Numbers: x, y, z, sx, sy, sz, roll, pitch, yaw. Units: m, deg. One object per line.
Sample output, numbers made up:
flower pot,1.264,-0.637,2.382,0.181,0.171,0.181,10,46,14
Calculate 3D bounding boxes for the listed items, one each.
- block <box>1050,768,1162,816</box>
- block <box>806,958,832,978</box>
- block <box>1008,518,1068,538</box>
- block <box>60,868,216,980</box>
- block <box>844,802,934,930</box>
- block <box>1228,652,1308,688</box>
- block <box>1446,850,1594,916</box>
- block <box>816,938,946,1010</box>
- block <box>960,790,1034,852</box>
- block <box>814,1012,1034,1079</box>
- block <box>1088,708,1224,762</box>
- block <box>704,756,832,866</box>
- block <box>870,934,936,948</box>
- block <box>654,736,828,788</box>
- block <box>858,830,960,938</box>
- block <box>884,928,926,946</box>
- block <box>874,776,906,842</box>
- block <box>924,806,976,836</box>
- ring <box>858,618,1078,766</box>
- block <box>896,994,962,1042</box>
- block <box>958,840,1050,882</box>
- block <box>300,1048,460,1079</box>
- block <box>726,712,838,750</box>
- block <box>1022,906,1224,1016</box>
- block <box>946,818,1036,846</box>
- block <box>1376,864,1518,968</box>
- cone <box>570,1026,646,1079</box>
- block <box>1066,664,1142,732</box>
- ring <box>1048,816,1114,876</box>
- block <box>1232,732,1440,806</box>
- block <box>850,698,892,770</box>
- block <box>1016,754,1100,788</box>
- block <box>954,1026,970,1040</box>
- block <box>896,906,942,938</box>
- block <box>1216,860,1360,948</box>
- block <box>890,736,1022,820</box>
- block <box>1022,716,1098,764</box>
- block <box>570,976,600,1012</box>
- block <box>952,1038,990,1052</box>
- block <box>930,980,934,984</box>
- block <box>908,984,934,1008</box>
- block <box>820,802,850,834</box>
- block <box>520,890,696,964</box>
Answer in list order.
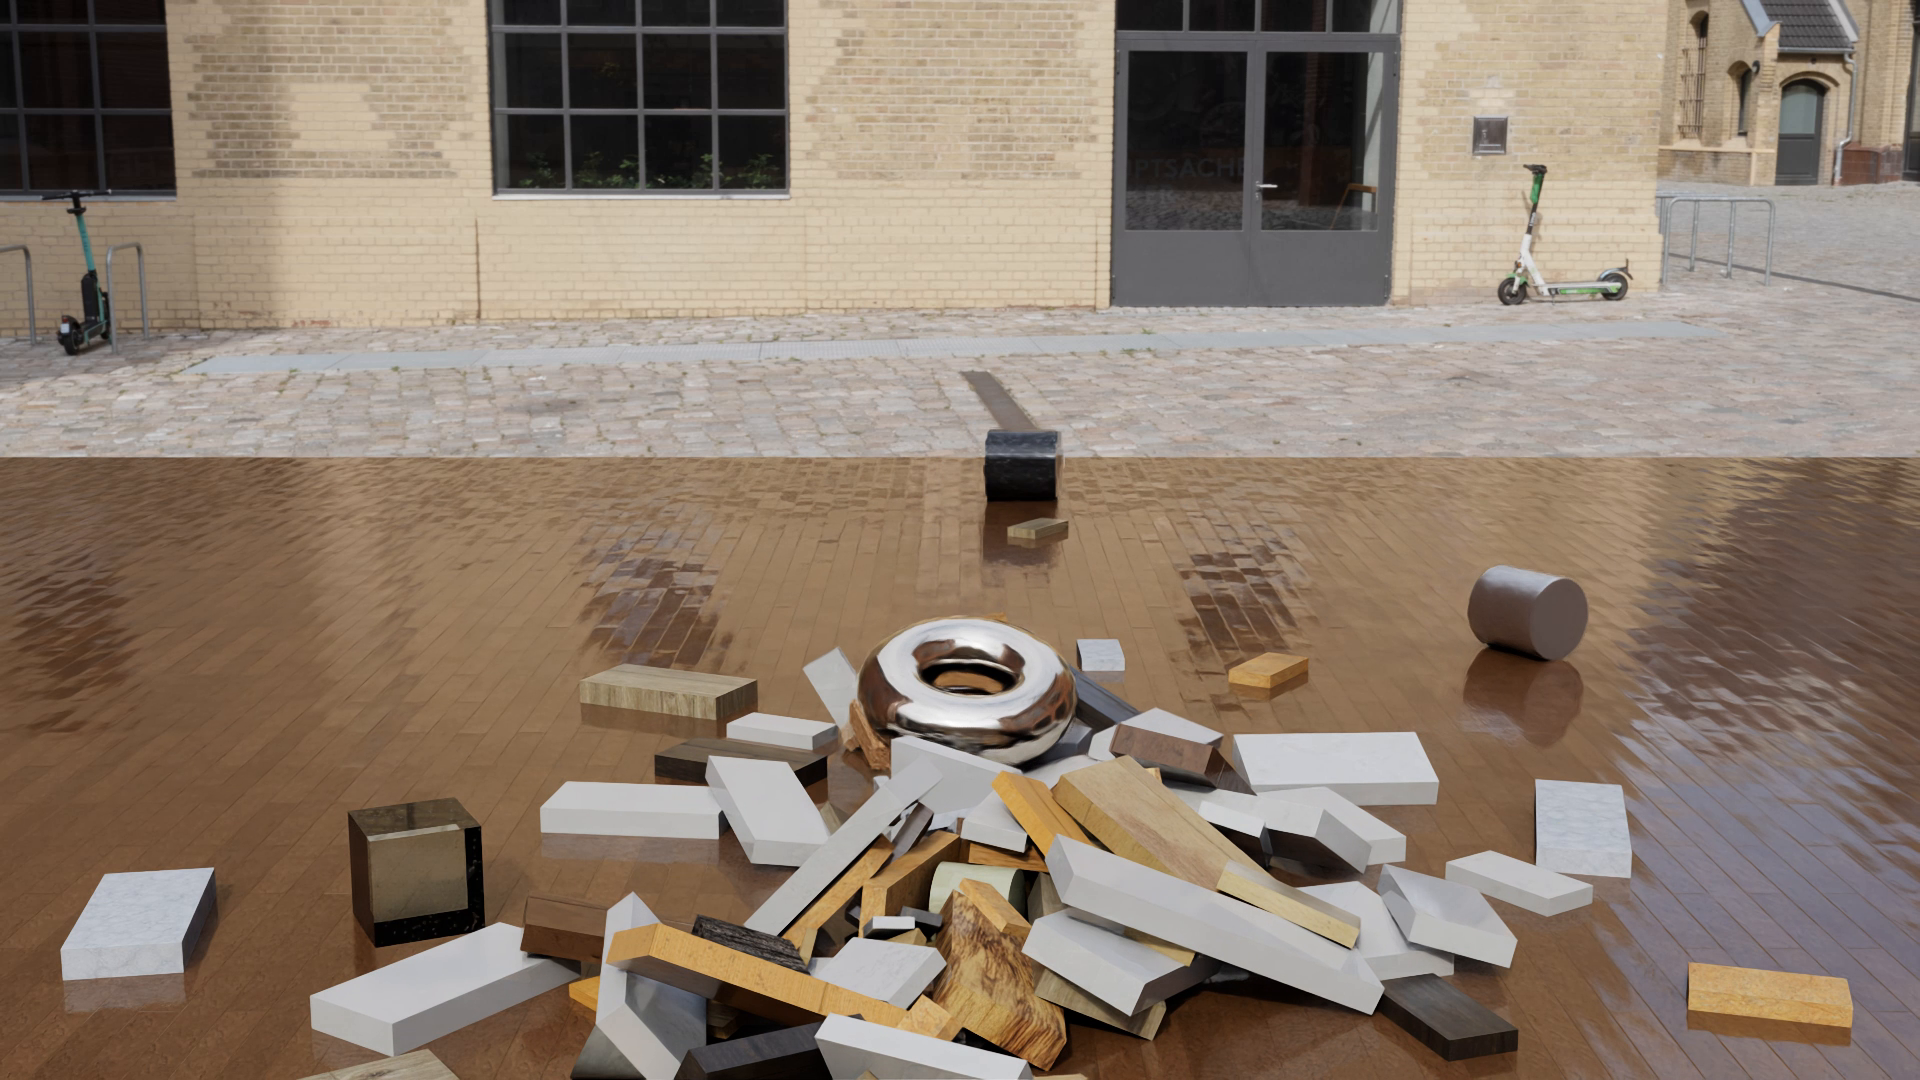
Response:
block,0.215,0.463,3.794,0.165,0.047,0.329,-3,-19,-17
block,-0.179,0.661,3.203,0.104,0.030,0.209,1,11,3
block,0.248,-0.038,6.971,0.101,0.029,0.203,7,13,33
block,-1.291,0.602,3.472,0.173,0.049,0.346,-2,11,-10
block,-0.112,0.517,3.484,0.029,0.206,0.103,33,-17,7
block,0.722,0.303,5.134,0.104,0.030,0.209,7,13,33
block,0.933,0.573,3.676,0.110,0.031,0.221,-7,13,-34
block,-0.118,0.609,3.073,0.104,0.029,0.208,-43,21,-31
block,0.078,0.449,3.523,0.103,0.029,0.206,12,10,13
block,-0.032,0.663,2.673,0.279,0.139,0.040,6,42,30
block,0.393,0.408,4.376,0.157,0.044,0.313,21,15,24
block,-0.342,0.485,3.953,0.153,0.043,0.415,7,12,-19
block,-0.054,0.612,3.294,0.104,0.030,0.209,-3,-7,36
block,-0.432,0.445,4.332,0.305,0.043,0.153,6,12,27
block,-0.079,0.562,3.432,0.039,0.139,0.277,11,14,22
block,-0.103,0.618,3.108,0.081,0.023,0.162,-25,19,22
block,-0.127,0.493,3.945,0.026,0.090,0.181,-2,11,-12
block,0.011,0.498,3.834,0.090,0.026,0.181,20,-25,-33
ring,0.014,0.295,4.281,0.430,0.143,0.430,3,29,-2
block,-0.074,0.675,2.850,0.166,0.023,0.083,-50,28,-12
block,0.062,0.523,3.586,0.139,0.039,0.277,8,-13,-7
block,-0.802,0.731,2.780,0.332,0.047,0.166,-7,13,-33
block,-0.372,0.400,4.611,0.209,0.030,0.104,5,12,27
block,0.246,0.588,3.176,0.179,0.051,0.358,27,11,24
block,0.052,0.504,3.692,0.139,0.039,0.277,7,-12,-3
block,0.752,0.580,3.418,0.155,0.044,0.310,15,6,1
cone,-0.432,0.693,2.950,0.133,0.133,0.133,27,13,2
block,0.266,0.335,4.567,0.275,0.039,0.138,33,18,8
ring,0.275,0.519,3.619,0.306,0.102,0.306,-1,9,0
block,0.715,0.439,4.211,0.358,0.051,0.179,0,26,-4
block,-0.025,0.367,4.343,0.353,0.050,0.176,-4,30,-17
block,0.141,0.475,4.151,0.349,0.049,0.175,-7,12,-32
block,-0.016,0.679,3.057,0.056,0.016,0.112,1,-6,5
block,-0.064,0.566,3.256,0.060,0.017,0.121,14,-19,-3
block,0.497,0.548,3.319,0.217,0.031,0.108,23,4,10
block,-0.009,0.459,3.956,0.043,0.153,0.305,-9,14,-41
block,0.201,0.396,4.580,0.175,0.049,0.349,3,11,17
block,-0.505,0.667,3.202,0.068,0.019,0.135,-9,14,-39
block,-0.011,0.689,2.938,0.083,0.023,0.166,-3,-5,7
block,-0.064,0.634,3.237,0.081,0.023,0.162,-2,-6,1
block,-0.038,0.649,3.155,0.081,0.023,0.162,-2,-5,5
block,-0.188,0.517,3.853,0.090,0.026,0.181,36,1,-17
block,-0.510,0.598,3.321,0.297,0.042,0.148,12,8,-11
